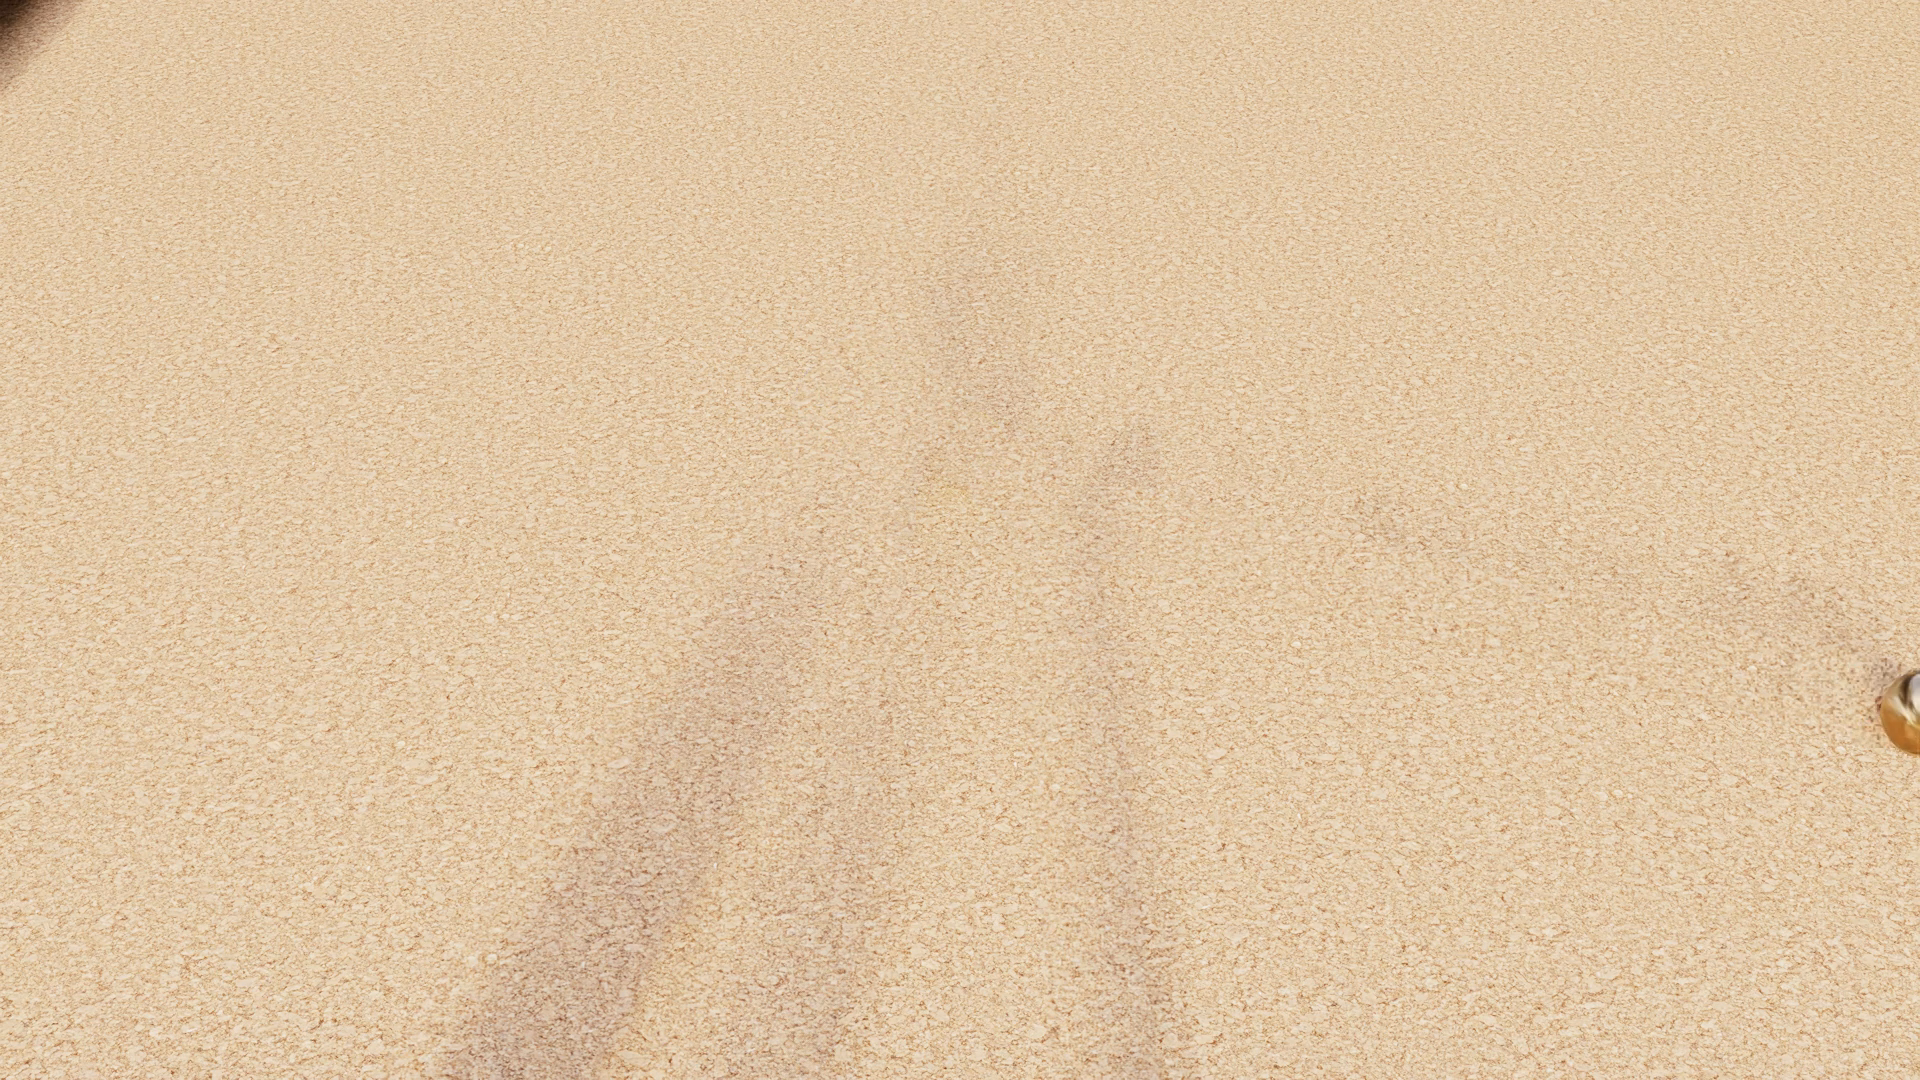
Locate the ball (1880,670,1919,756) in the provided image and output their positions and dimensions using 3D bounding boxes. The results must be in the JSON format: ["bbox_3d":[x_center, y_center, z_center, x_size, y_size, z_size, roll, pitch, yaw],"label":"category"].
[{"bbox_3d":[0.515,0.093,1.571,0.046,0.046,0.046,0,29,0],"label":"ball"}]
